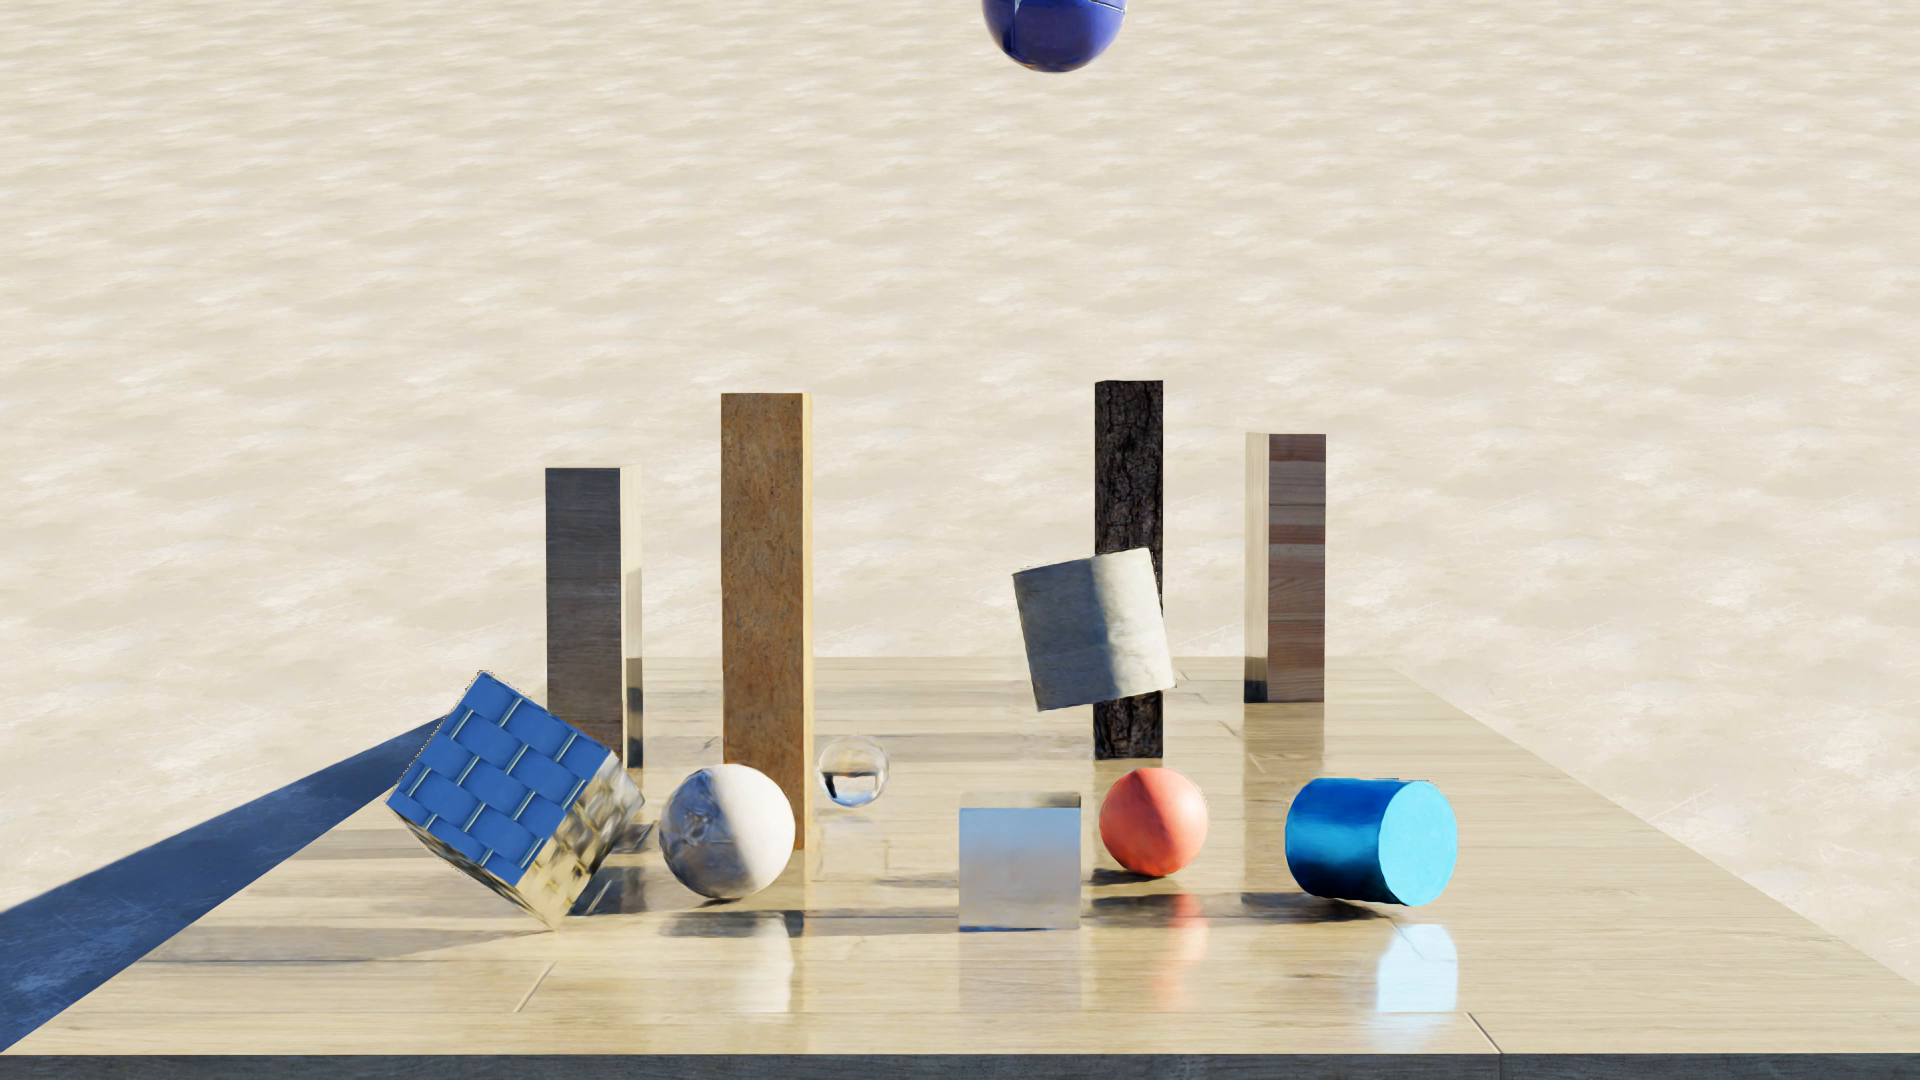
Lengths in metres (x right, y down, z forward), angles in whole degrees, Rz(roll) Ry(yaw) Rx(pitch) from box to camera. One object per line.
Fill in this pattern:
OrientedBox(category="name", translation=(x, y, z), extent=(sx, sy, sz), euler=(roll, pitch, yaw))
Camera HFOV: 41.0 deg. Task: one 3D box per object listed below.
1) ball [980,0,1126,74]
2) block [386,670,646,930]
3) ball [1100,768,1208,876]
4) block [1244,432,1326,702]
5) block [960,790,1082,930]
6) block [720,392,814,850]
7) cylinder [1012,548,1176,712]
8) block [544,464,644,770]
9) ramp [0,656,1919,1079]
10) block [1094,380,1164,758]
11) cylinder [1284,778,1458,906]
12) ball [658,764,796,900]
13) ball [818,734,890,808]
OrientedBox(category="ball", translation=(0.093, -0.533, 2.541), extent=(0.144, 0.144, 0.144), euler=(0, 21, 0))
OrientedBox(category="block", translation=(-0.530, 0.315, 3.091), extent=(0.193, 0.193, 0.193), euler=(29, 73, 17))
OrientedBox(category="ball", translation=(0.262, 0.382, 3.486), extent=(0.147, 0.147, 0.147), euler=(0, 21, 0))
OrientedBox(category="block", translation=(0.721, 0.049, 5.731), extent=(0.123, 0.576, 0.448), euler=(0, 3, 0))
OrientedBox(category="block", translation=(0.075, 0.396, 3.202), extent=(0.149, 0.149, 0.149), euler=(0, 3, 2))
OrientedBox(category="block", translation=(-0.282, 0.111, 3.803), extent=(0.117, 0.656, 0.249), euler=(0, 3, 0))
OrientedBox(category="cylinder", translation=(0.183, 0.123, 3.531), extent=(0.192, 0.192, 0.192), euler=(-11, -3, 0))
OrientedBox(category="block", translation=(-0.652, 0.132, 4.603), extent=(0.130, 0.530, 0.293), euler=(0, 3, 0))
OrientedBox(category="ramp", translation=(0.050, 0.451, 4.532), extent=(2.000, 0.100, 4.000), euler=(0, 3, 0))
OrientedBox(category="block", translation=(0.314, 0.044, 4.828), extent=(0.102, 0.682, 0.405), euler=(0, 3, 0))
OrientedBox(category="cylinder", translation=(0.523, 0.383, 3.275), extent=(0.155, 0.155, 0.155), euler=(-19, 11, -40))
OrientedBox(category="ball", translation=(-0.301, 0.377, 3.322), extent=(0.175, 0.175, 0.175), euler=(0, 21, 0))
OrientedBox(category="ball", translation=(-0.167, 0.364, 4.042), extent=(0.114, 0.114, 0.114), euler=(0, 21, 0))
